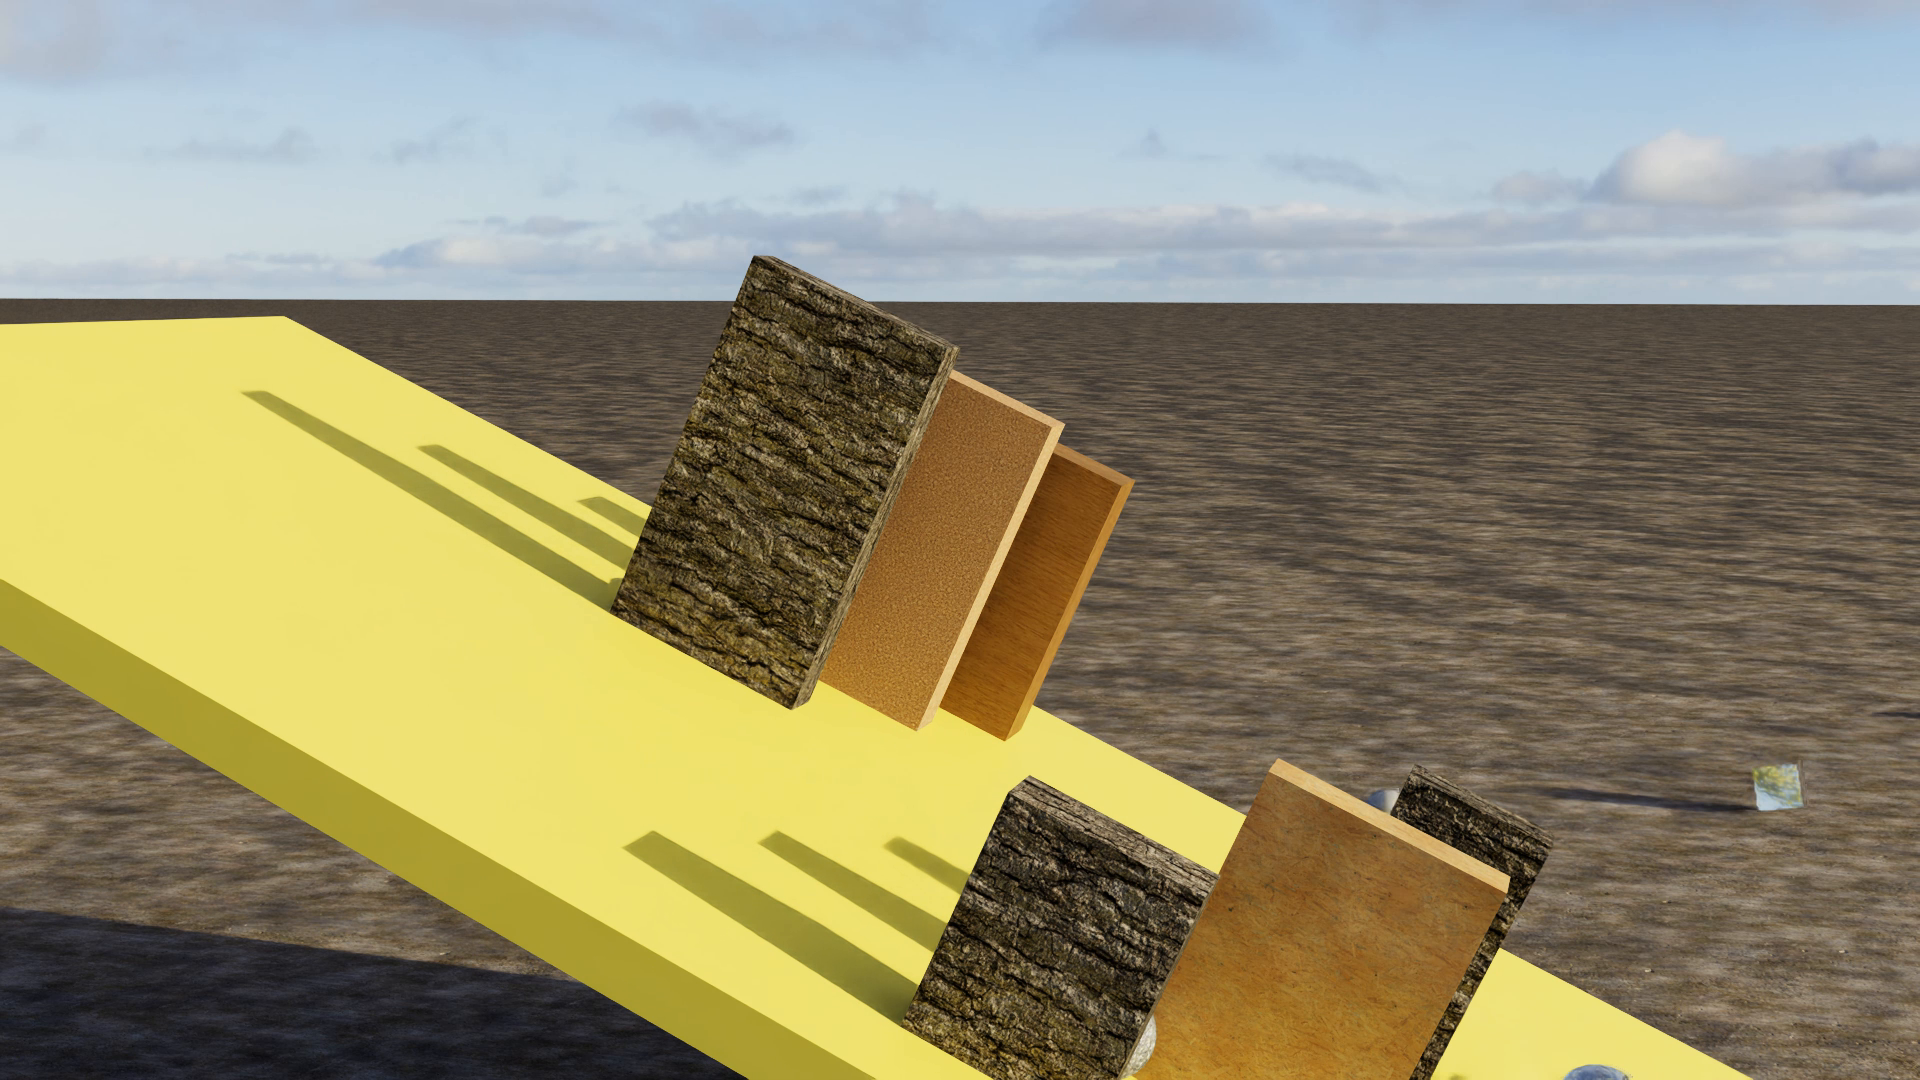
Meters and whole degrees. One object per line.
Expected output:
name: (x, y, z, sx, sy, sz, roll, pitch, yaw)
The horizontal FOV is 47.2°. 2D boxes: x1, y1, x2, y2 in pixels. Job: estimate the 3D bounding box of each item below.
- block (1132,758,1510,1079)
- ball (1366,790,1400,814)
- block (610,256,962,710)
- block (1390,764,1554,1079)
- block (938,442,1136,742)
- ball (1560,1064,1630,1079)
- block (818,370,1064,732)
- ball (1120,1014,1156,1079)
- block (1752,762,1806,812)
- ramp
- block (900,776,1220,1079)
block: (0.546, 0.674, 3.402, 0.391, 0.544, 0.094, 27, 14, 13)
ball: (1.401, 0.901, 7.201, 0.168, 0.168, 0.168, 0, 7, 0)
block: (-0.355, -0.113, 4.381, 0.434, 0.791, 0.097, 27, 14, 13)
block: (0.728, 0.683, 3.607, 0.246, 0.578, 0.090, 27, 14, 13)
block: (0.080, 0.075, 4.779, 0.360, 0.616, 0.132, 27, 14, 13)
ball: (1.128, 1.015, 3.893, 0.170, 0.170, 0.170, 0, 7, 0)
block: (-0.126, -0.015, 4.587, 0.432, 0.701, 0.105, 27, 14, 13)
ball: (0.231, 0.760, 3.395, 0.146, 0.146, 0.146, 0, 7, 0)
block: (2.818, 0.846, 7.566, 0.146, 0.146, 0.146, -10, -5, 24)
ramp: (-0.276, 0.474, 4.177, 4.000, 0.100, 2.000, 27, 14, 13)
block: (0.147, 0.611, 3.264, 0.321, 0.406, 0.119, 27, 14, 13)
